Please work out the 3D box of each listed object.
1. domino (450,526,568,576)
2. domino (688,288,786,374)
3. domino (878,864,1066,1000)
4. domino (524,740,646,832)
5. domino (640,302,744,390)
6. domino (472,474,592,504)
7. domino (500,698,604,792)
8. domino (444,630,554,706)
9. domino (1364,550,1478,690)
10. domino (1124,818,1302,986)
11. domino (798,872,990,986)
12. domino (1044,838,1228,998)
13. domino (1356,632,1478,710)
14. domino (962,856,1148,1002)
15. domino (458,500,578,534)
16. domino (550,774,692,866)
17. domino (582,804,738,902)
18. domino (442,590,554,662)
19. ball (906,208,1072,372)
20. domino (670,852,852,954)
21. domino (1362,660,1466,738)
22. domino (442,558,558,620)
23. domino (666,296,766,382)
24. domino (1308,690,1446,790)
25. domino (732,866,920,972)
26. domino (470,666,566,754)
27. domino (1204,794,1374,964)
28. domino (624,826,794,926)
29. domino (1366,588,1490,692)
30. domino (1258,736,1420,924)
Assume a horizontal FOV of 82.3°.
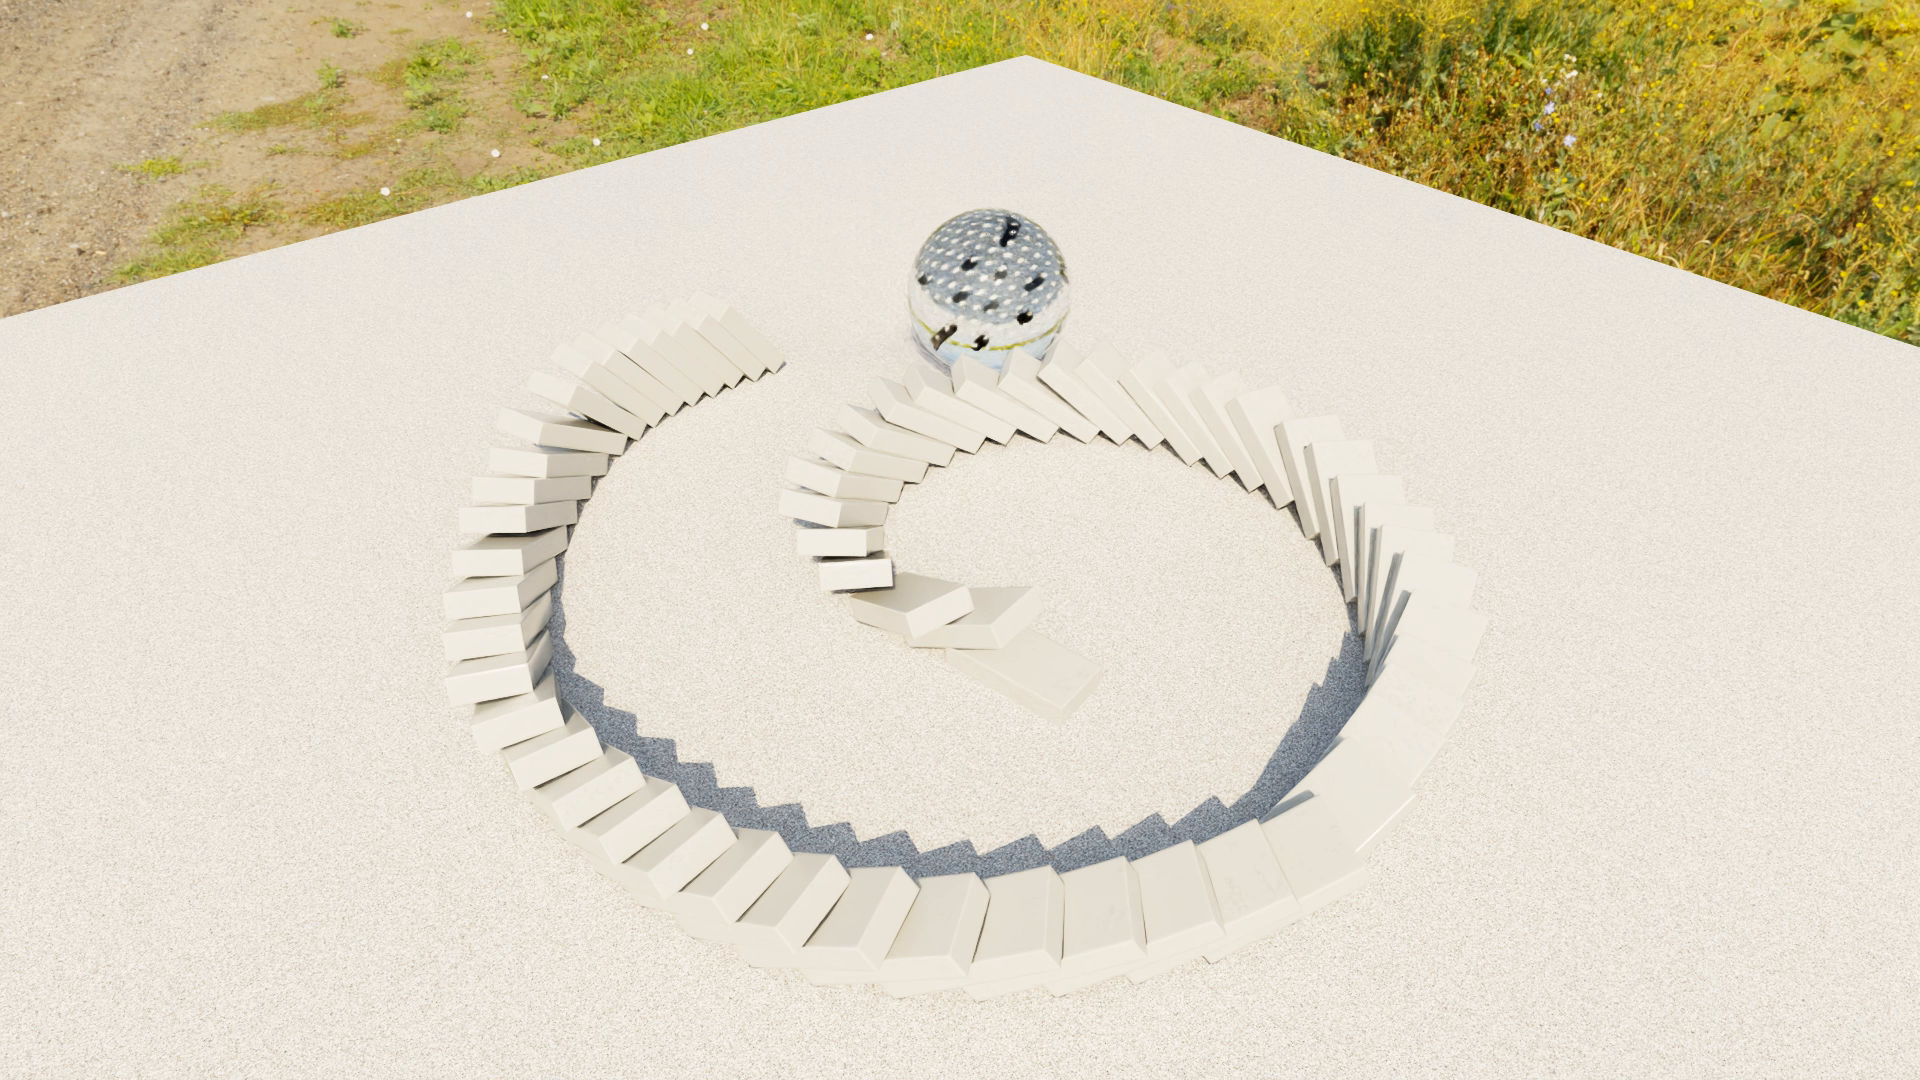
[{"bbox_3d":[-0.171,0.004,0.421,0.025,0.010,0.050,-1,11,-1],"label":"domino"},{"bbox_3d":[-0.109,-0.102,0.539,0.025,0.050,0.009,30,83,32],"label":"domino"},{"bbox_3d":[0.003,0.106,0.296,0.050,0.010,0.025,-20,34,23],"label":"domino"},{"bbox_3d":[-0.116,0.073,0.334,0.025,0.009,0.050,-29,14,-30],"label":"domino"},{"bbox_3d":[-0.128,-0.093,0.527,0.025,0.050,0.010,30,83,31],"label":"domino"},{"bbox_3d":[-0.173,-0.021,0.448,0.025,0.009,0.050,4,5,6],"label":"domino"},{"bbox_3d":[-0.131,0.064,0.346,0.025,0.010,0.050,-23,13,-26],"label":"domino"},{"bbox_3d":[-0.155,0.043,0.373,0.025,0.009,0.050,-10,10,-12],"label":"domino"},{"bbox_3d":[0.160,0.031,0.382,0.025,0.010,0.050,17,77,11],"label":"domino"},{"bbox_3d":[0.065,0.100,0.304,0.050,0.010,0.025,-28,40,10],"label":"domino"},{"bbox_3d":[-0.018,0.105,0.297,0.050,0.010,0.025,-16,31,29],"label":"domino"},{"bbox_3d":[0.045,0.103,0.300,0.050,0.010,0.025,-26,37,15],"label":"domino"},{"bbox_3d":[0.142,0.057,0.353,0.025,0.009,0.050,28,80,30],"label":"domino"},{"bbox_3d":[0.024,0.105,0.297,0.050,0.010,0.025,-23,36,19],"label":"domino"},{"bbox_3d":[-0.173,-0.010,0.434,0.025,0.009,0.050,-1,5,2],"label":"domino"},{"bbox_3d":[-0.102,0.080,0.325,0.025,0.010,0.050,-34,16,-33],"label":"domino"},{"bbox_3d":[-0.087,0.087,0.316,0.025,0.009,0.050,-37,18,-35],"label":"domino"},{"bbox_3d":[-0.162,0.030,0.390,0.025,0.009,0.050,-7,12,-8],"label":"domino"},{"bbox_3d":[0.014,-0.119,0.533,0.080,0.080,0.080,0,39,0],"label":"ball"},{"bbox_3d":[-0.055,0.098,0.303,0.050,0.009,0.025,-12,26,43],"label":"domino"},{"bbox_3d":[0.132,0.066,0.342,0.025,0.009,0.050,32,82,31],"label":"domino"},{"bbox_3d":[-0.168,0.017,0.404,0.025,0.010,0.050,-6,11,-5],"label":"domino"},{"bbox_3d":[-0.118,-0.097,0.532,0.025,0.050,0.009,30,83,32],"label":"domino"},{"bbox_3d":[0.121,0.073,0.332,0.025,0.010,0.050,36,84,31],"label":"domino"},{"bbox_3d":[-0.037,0.102,0.297,0.050,0.009,0.025,-16,29,39],"label":"domino"},{"bbox_3d":[-0.143,0.054,0.357,0.025,0.009,0.050,-19,12,-19],"label":"domino"},{"bbox_3d":[0.086,0.095,0.309,0.050,0.010,0.025,-31,41,8],"label":"domino"},{"bbox_3d":[-0.072,0.093,0.309,0.050,0.009,0.025,-11,24,46],"label":"domino"},{"bbox_3d":[0.154,0.044,0.368,0.025,0.010,0.050,24,78,20],"label":"domino"},{"bbox_3d":[0.106,0.084,0.321,0.050,0.009,0.025,-43,51,-1],"label":"domino"}]
